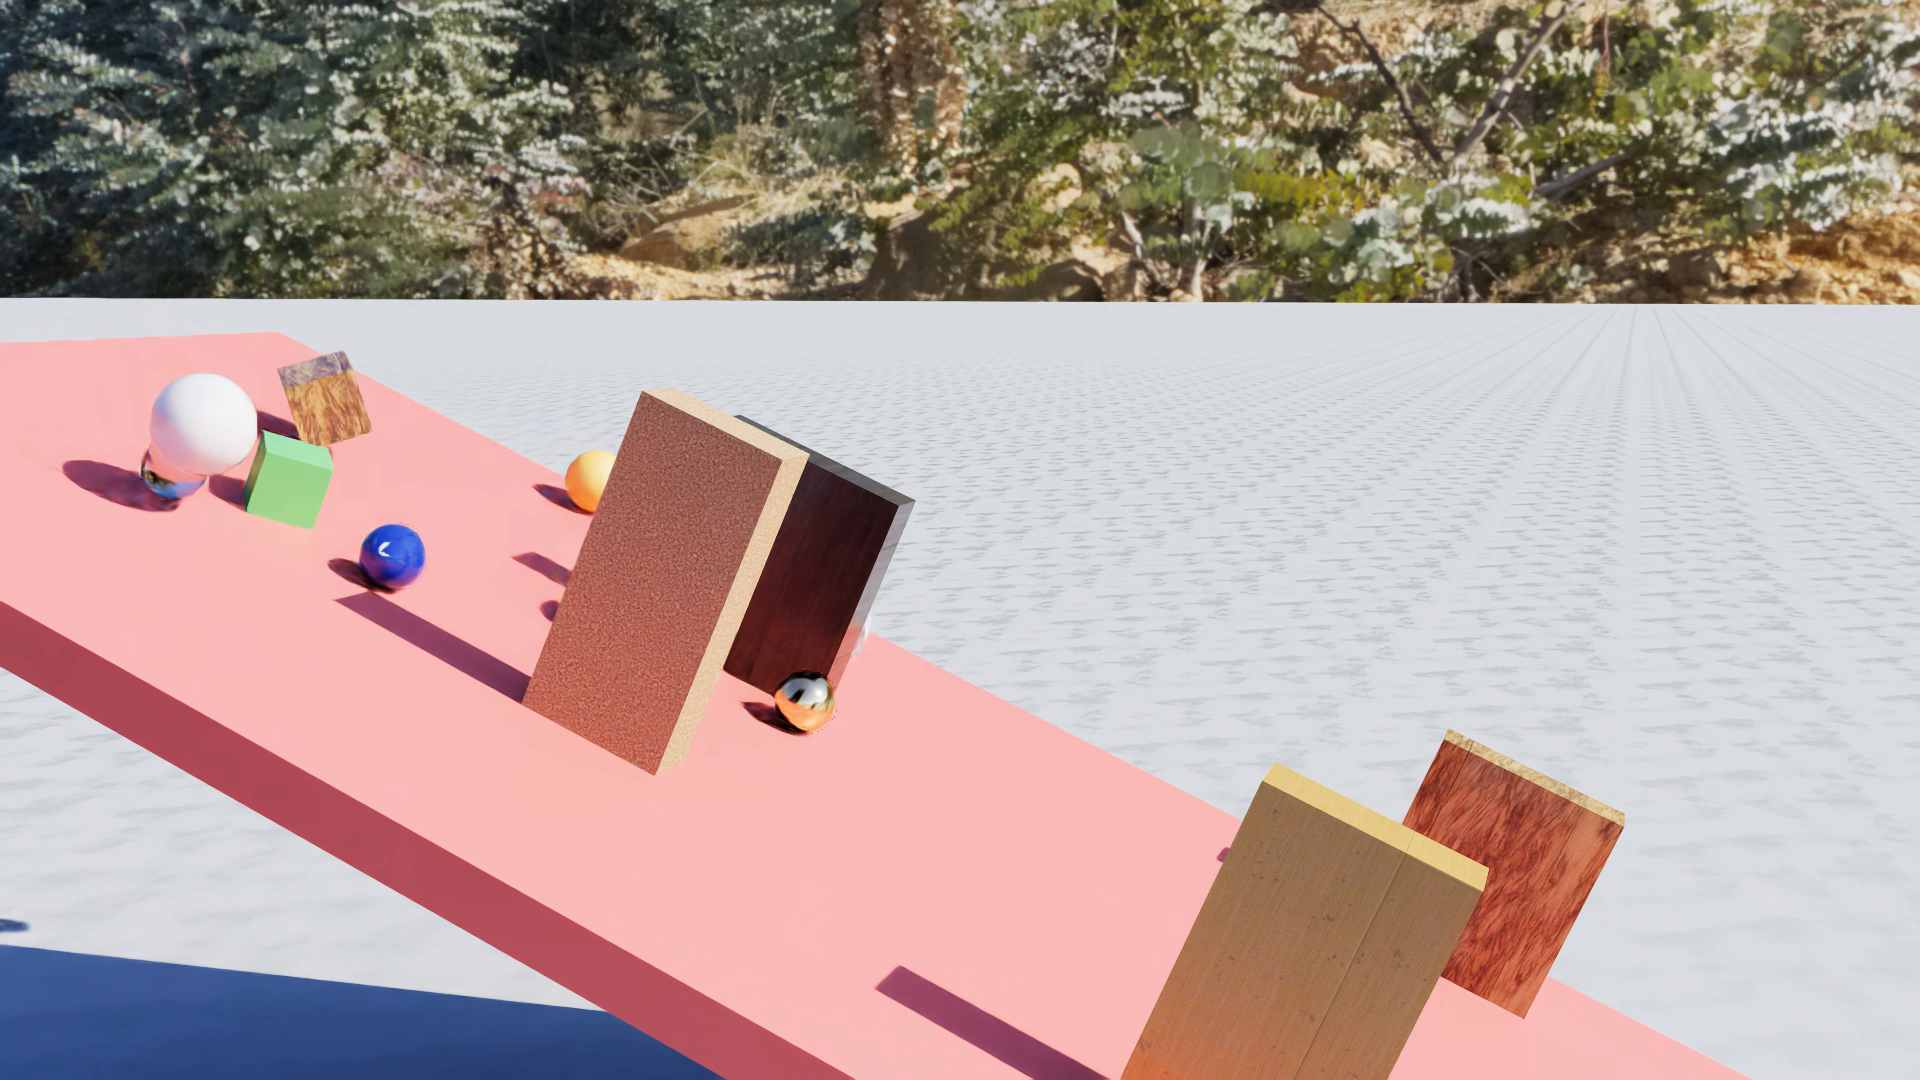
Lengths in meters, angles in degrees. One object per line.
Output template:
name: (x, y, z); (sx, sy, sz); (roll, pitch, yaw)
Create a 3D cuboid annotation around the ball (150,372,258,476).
ball: (-1.393, -0.213, 4.050); (0.190, 0.190, 0.190); (0, 7, 0)

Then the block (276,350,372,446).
block: (-1.376, -0.302, 4.763); (0.148, 0.148, 0.148); (-19, 27, -15)

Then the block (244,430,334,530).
block: (-1.322, -0.117, 4.328); (0.131, 0.131, 0.131); (17, 14, -25)

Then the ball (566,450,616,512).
ball: (-0.853, -0.138, 5.168); (0.148, 0.148, 0.148); (0, 7, 0)

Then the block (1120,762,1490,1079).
block: (0.494, 0.676, 3.268); (0.345, 0.584, 0.127); (26, 13, 13)

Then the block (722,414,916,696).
block: (-0.378, 0.049, 4.508); (0.417, 0.475, 0.108); (26, 13, 13)

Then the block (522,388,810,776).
block: (-0.521, 0.072, 3.871); (0.282, 0.614, 0.126); (26, 13, 13)

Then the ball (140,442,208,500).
ball: (-1.483, -0.137, 4.153); (0.122, 0.122, 0.122); (0, 7, 0)

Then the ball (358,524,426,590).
ball: (-1.076, 0.032, 4.171); (0.124, 0.124, 0.124); (0, 7, 0)

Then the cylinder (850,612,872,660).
cylinder: (-0.263, 0.197, 4.894); (0.122, 0.122, 0.122); (0, 13, 4)

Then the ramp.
ramp: (-0.284, 0.493, 4.182); (4.000, 0.100, 2.000); (26, 13, 13)

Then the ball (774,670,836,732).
ball: (-0.306, 0.319, 4.347); (0.120, 0.120, 0.120); (0, 7, 0)

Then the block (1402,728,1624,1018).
block: (1.082, 0.684, 4.524); (0.389, 0.453, 0.114); (26, 13, 13)
